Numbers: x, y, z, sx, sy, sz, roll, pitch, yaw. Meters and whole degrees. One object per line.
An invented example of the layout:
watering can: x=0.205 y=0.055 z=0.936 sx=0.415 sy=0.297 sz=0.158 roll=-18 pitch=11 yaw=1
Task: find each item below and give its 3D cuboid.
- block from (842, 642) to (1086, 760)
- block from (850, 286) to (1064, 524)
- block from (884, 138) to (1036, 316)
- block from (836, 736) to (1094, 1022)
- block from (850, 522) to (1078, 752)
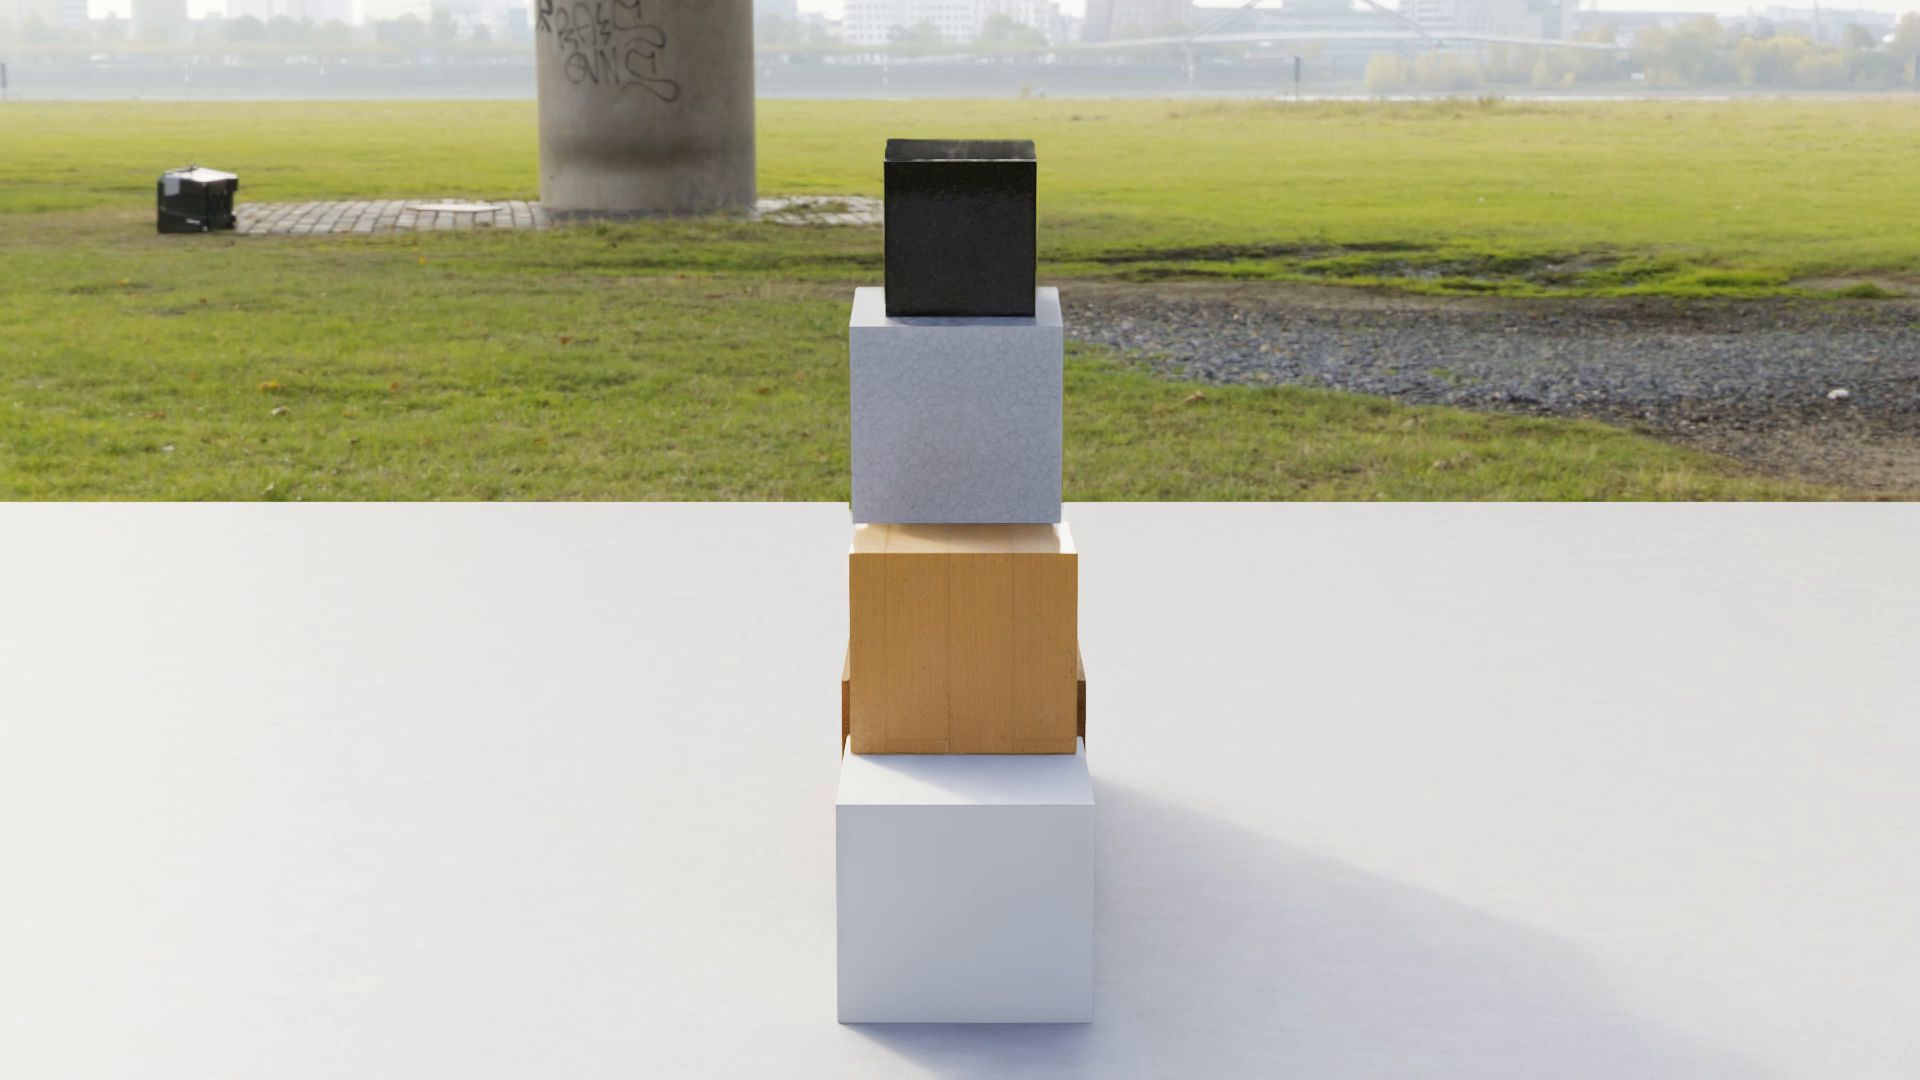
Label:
block: x=0.016 y=0.959 z=11.828 sx=1.074 sy=0.881 sz=1.014 roll=0 pitch=10 yaw=0
block: x=-0.015 y=-0.589 z=11.018 sx=0.879 sy=0.853 sz=0.748 roll=0 pitch=18 yaw=0
block: x=0.001 y=-1.327 z=10.854 sx=0.625 sy=0.649 sz=0.585 roll=0 pitch=18 yaw=0
block: x=0.019 y=1.304 z=10.027 sx=0.956 sy=0.847 sz=0.987 roll=0 pitch=10 yaw=0
block: x=0.014 y=0.381 z=10.524 sx=0.896 sy=0.800 sz=0.876 roll=0 pitch=9 yaw=0
